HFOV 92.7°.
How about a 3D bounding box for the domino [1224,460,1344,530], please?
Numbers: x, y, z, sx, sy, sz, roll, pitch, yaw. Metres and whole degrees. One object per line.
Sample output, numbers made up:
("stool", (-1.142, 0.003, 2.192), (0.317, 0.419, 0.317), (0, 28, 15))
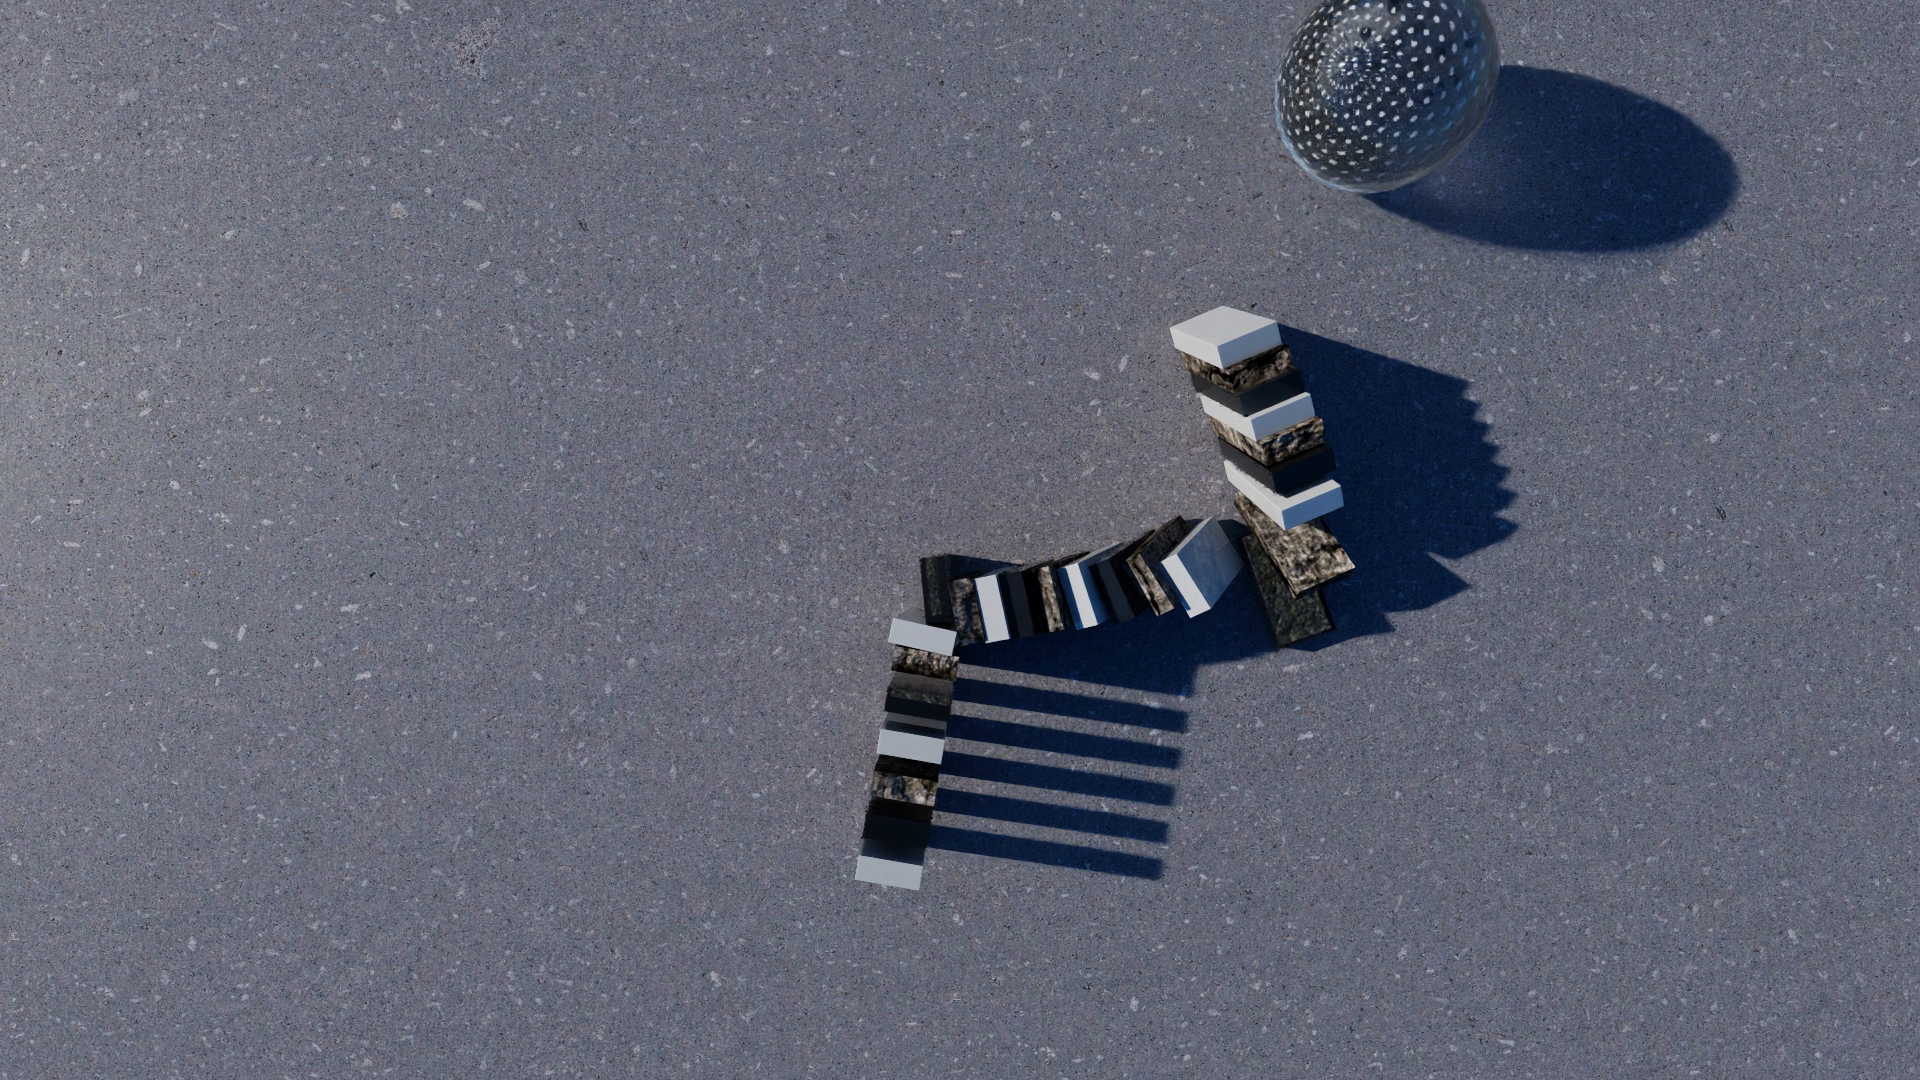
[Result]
("domino", (0.132, -0.024, 0.376), (0.025, 0.050, 0.010), (-23, 120, 0))

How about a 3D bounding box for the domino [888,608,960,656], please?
("domino", (-0.013, 0.037, 0.374), (0.025, 0.050, 0.009), (12, 91, 3))

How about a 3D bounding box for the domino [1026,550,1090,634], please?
("domino", (0.044, 0.021, 0.376), (0.010, 0.050, 0.025), (-14, 90, 27))

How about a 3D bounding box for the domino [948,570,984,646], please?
("domino", (0.004, 0.027, 0.375), (0.010, 0.050, 0.025), (-12, 90, 5))

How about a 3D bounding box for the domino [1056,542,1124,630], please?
("domino", (0.058, 0.018, 0.376), (0.010, 0.050, 0.025), (-18, 90, 32))

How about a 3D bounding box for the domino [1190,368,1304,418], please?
("domino", (0.116, -0.065, 0.375), (0.025, 0.050, 0.010), (-23, 113, 0))

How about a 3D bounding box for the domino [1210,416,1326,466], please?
("domino", (0.125, -0.046, 0.375), (0.025, 0.050, 0.009), (-23, 113, 0))

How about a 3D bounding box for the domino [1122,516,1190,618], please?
("domino", (0.086, 0.010, 0.377), (0.009, 0.050, 0.025), (-32, 90, 37))

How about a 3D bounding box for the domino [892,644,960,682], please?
("domino", (-0.013, 0.047, 0.375), (0.025, 0.050, 0.009), (10, 91, 0))

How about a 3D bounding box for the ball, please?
("ball", (0.166, -0.179, 0.360), (0.080, 0.080, 0.080), (0, 90, 0))

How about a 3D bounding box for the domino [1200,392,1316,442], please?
("domino", (0.120, -0.056, 0.375), (0.025, 0.050, 0.010), (-23, 113, 0))

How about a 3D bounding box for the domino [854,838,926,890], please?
("domino", (-0.027, 0.127, 0.375), (0.025, 0.050, 0.009), (10, 90, 0))

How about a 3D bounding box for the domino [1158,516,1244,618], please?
("domino", (0.100, 0.010, 0.377), (0.009, 0.050, 0.025), (-32, 90, 37))

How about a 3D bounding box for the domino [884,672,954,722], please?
("domino", (-0.016, 0.063, 0.375), (0.025, 0.050, 0.009), (10, 90, 0))

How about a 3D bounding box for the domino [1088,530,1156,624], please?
("domino", (0.072, 0.014, 0.377), (0.010, 0.050, 0.025), (-25, 90, 36))

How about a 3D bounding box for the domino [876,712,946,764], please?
("domino", (-0.019, 0.079, 0.375), (0.025, 0.050, 0.010), (10, 90, 0))

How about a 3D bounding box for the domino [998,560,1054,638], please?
("domino", (0.030, 0.023, 0.375), (0.009, 0.050, 0.025), (-12, 90, 21))

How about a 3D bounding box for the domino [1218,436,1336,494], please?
("domino", (0.129, -0.036, 0.375), (0.025, 0.050, 0.009), (-23, 114, 0))

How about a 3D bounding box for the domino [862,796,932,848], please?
("domino", (-0.024, 0.111, 0.375), (0.025, 0.050, 0.010), (10, 90, 0))

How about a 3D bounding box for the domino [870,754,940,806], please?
("domino", (-0.021, 0.095, 0.375), (0.025, 0.050, 0.010), (10, 90, 0))

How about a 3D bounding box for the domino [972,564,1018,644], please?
("domino", (0.017, 0.025, 0.375), (0.009, 0.050, 0.025), (-12, 90, 13))

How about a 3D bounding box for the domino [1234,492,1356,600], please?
("domino", (0.139, -0.003, 0.383), (0.025, 0.009, 0.050), (-23, 64, -2))

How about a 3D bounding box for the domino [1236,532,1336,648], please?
("domino", (0.140, 0.019, 0.395), (0.025, 0.010, 0.050), (-19, 90, 0))

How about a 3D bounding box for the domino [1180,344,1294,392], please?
("domino", (0.112, -0.074, 0.375), (0.025, 0.050, 0.009), (-23, 113, 0))

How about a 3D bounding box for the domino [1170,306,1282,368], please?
("domino", (0.108, -0.084, 0.375), (0.025, 0.050, 0.010), (-23, 113, 0))

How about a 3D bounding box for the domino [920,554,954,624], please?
("domino", (-0.009, 0.019, 0.375), (0.009, 0.050, 0.025), (-6, 90, 2))
